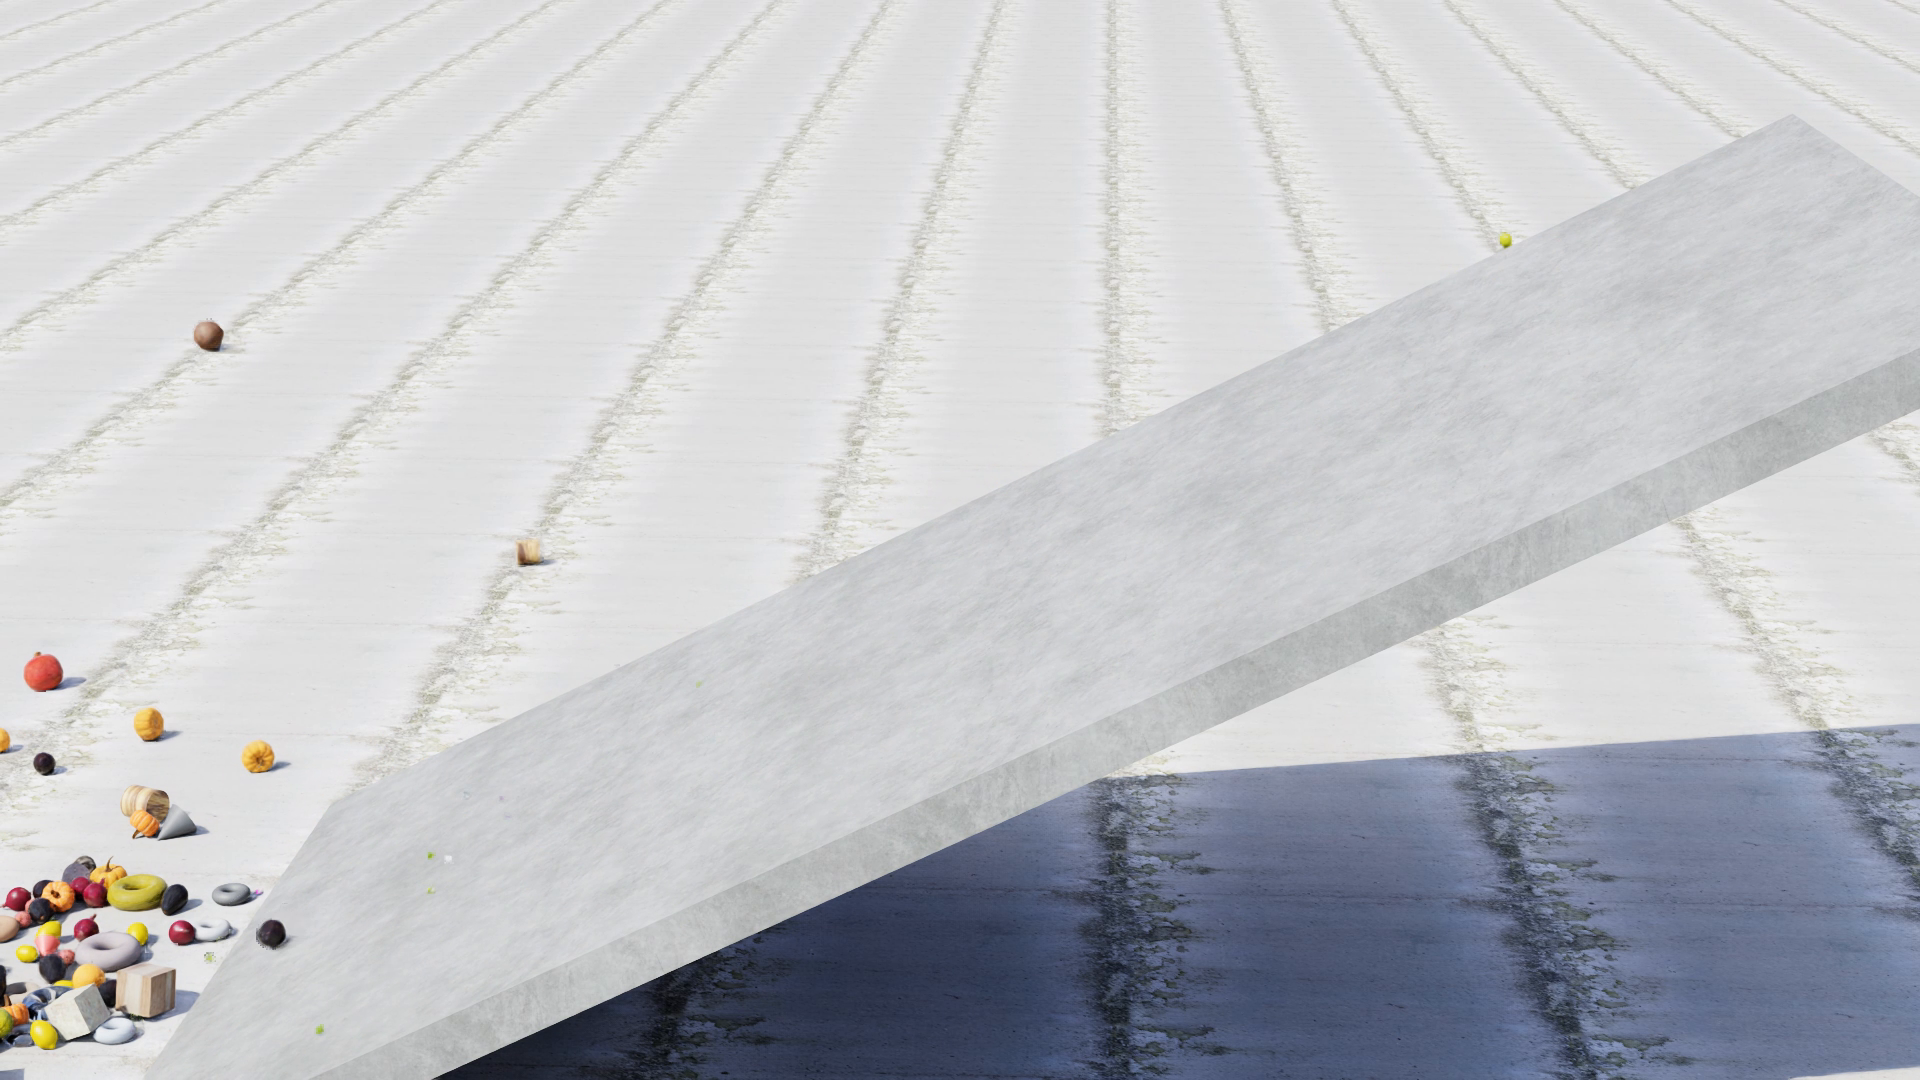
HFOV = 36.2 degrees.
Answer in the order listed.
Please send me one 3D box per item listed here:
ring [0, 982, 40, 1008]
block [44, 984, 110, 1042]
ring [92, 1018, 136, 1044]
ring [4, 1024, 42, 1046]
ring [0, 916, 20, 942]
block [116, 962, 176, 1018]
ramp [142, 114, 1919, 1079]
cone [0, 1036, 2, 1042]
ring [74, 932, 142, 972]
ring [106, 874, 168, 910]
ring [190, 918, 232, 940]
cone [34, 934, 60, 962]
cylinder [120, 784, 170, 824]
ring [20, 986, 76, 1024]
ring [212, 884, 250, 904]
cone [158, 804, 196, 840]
[{"bbox_3d":[-2.125,1.029,6.647,0.097,0.032,0.097,0,18,0],"label":"ring"},{"bbox_3d":[-1.942,1.040,6.473,0.084,0.084,0.084,-19,10,21],"label":"block"},{"bbox_3d":[-1.861,1.081,6.474,0.094,0.031,0.094,0,15,0],"label":"ring"},{"bbox_3d":[-2.056,1.088,6.459,0.080,0.027,0.080,0,18,0],"label":"ring"},{"bbox_3d":[-2.292,0.925,6.987,0.111,0.037,0.111,-1,16,0],"label":"ring"},{"bbox_3d":[-1.823,1.007,6.588,0.091,0.091,0.091,7,7,21],"label":"block"},{"bbox_3d":[0.139,0.168,6.281,4.000,0.100,2.000,-25,14,10],"label":"ramp"},{"bbox_3d":[-2.130,1.075,6.452,0.053,0.053,0.053,0,17,0],"label":"cone"},{"bbox_3d":[-1.985,0.959,6.851,0.150,0.050,0.150,0,18,0],"label":"ring"},{"bbox_3d":[-2.009,0.860,7.184,0.148,0.049,0.148,-1,17,0],"label":"ring"},{"bbox_3d":[-1.781,0.926,6.993,0.094,0.031,0.094,-1,15,0],"label":"ring"},{"bbox_3d":[-2.138,0.964,6.875,0.058,0.058,0.058,-1,43,-4],"label":"cone"},{"bbox_3d":[-2.130,0.690,7.687,0.088,0.088,0.088,9,19,27],"label":"cylinder"},{"bbox_3d":[-2.028,1.041,6.581,0.143,0.048,0.143,1,16,0],"label":"ring"},{"bbox_3d":[-1.783,0.866,7.195,0.094,0.031,0.094,-1,15,0],"label":"ring"},{"bbox_3d":[-2.035,0.746,7.580,0.093,0.093,0.093,17,50,44],"label":"cone"}]
